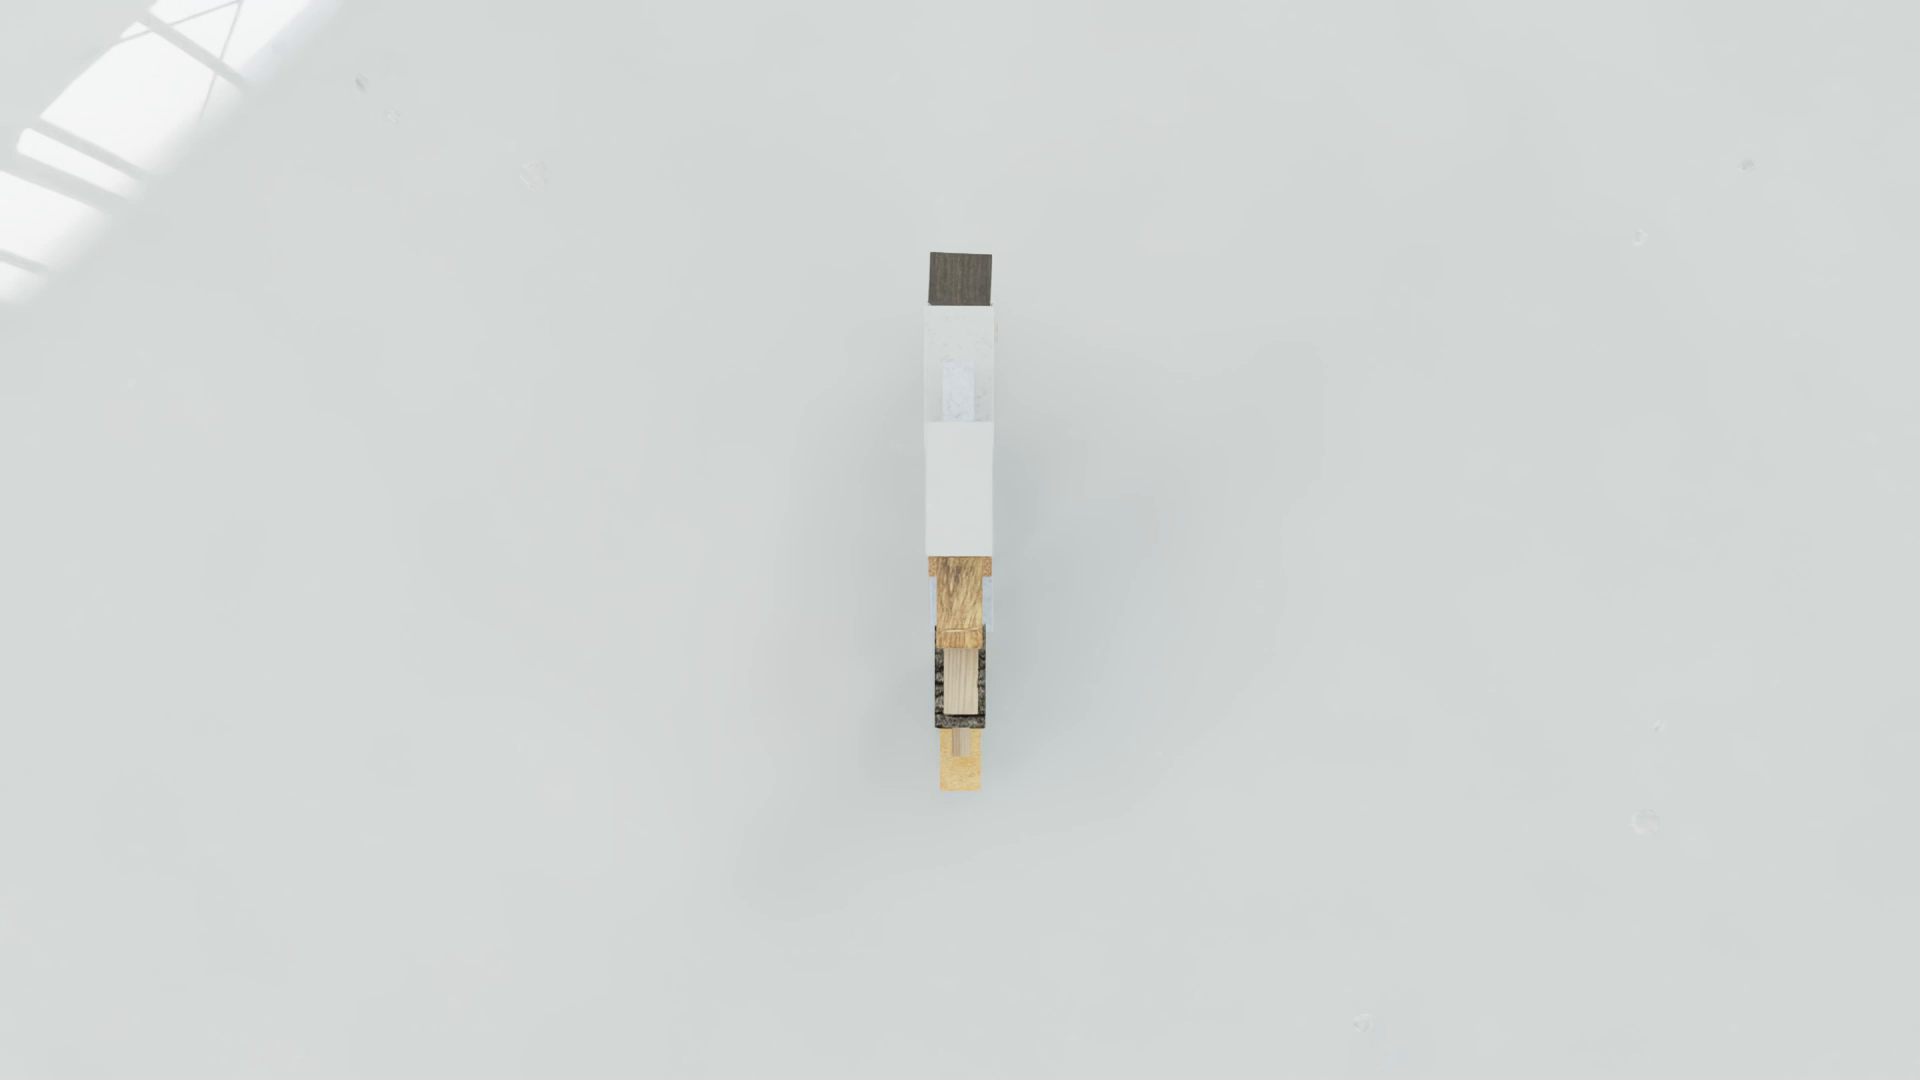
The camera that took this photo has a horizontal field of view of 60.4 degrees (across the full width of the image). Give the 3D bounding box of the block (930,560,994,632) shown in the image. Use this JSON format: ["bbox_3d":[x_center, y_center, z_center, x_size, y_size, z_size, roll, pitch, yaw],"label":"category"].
[{"bbox_3d":[0.005,0.083,4.607,0.175,0.049,0.349,0,90,0],"label":"block"}]

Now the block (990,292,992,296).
[{"bbox_3d":[0.004,-0.734,5.056,0.173,0.887,0.049,0,90,0],"label":"block"}]

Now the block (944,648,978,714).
[{"bbox_3d":[0.002,0.347,4.099,0.085,0.024,0.169,0,90,0],"label":"block"}]

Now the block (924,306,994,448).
[{"bbox_3d":[-0.002,-0.413,4.182,0.176,0.050,0.353,0,92,0],"label":"block"}]

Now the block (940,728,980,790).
[{"bbox_3d":[0.001,0.662,5.222,0.130,0.037,0.259,0,90,0],"label":"block"}]

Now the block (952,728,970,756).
[{"bbox_3d":[0.003,0.542,4.507,0.050,0.014,0.099,0,90,0],"label":"block"}]

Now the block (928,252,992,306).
[{"bbox_3d":[-0.003,-0.621,4.587,0.173,0.049,0.346,2,90,1],"label":"block"}]

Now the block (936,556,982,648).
[{"bbox_3d":[-0.001,0.150,3.962,0.110,0.031,0.220,0,90,0],"label":"block"}]

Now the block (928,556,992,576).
[{"bbox_3d":[0.001,-0.069,4.220,0.162,0.046,0.324,0,90,0],"label":"block"}]

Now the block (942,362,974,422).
[{"bbox_3d":[-0.005,-0.355,3.996,0.076,0.021,0.151,0,92,0],"label":"block"}]

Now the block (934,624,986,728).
[{"bbox_3d":[0.000,0.354,4.299,0.132,0.037,0.265,0,90,0],"label":"block"}]

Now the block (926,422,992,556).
[{"bbox_3d":[-0.002,-0.117,3.829,0.155,0.044,0.310,0,90,0],"label":"block"}]

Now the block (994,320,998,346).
[{"bbox_3d":[0.005,-0.540,4.383,0.176,0.353,0.050,3,90,-1],"label":"block"}]
